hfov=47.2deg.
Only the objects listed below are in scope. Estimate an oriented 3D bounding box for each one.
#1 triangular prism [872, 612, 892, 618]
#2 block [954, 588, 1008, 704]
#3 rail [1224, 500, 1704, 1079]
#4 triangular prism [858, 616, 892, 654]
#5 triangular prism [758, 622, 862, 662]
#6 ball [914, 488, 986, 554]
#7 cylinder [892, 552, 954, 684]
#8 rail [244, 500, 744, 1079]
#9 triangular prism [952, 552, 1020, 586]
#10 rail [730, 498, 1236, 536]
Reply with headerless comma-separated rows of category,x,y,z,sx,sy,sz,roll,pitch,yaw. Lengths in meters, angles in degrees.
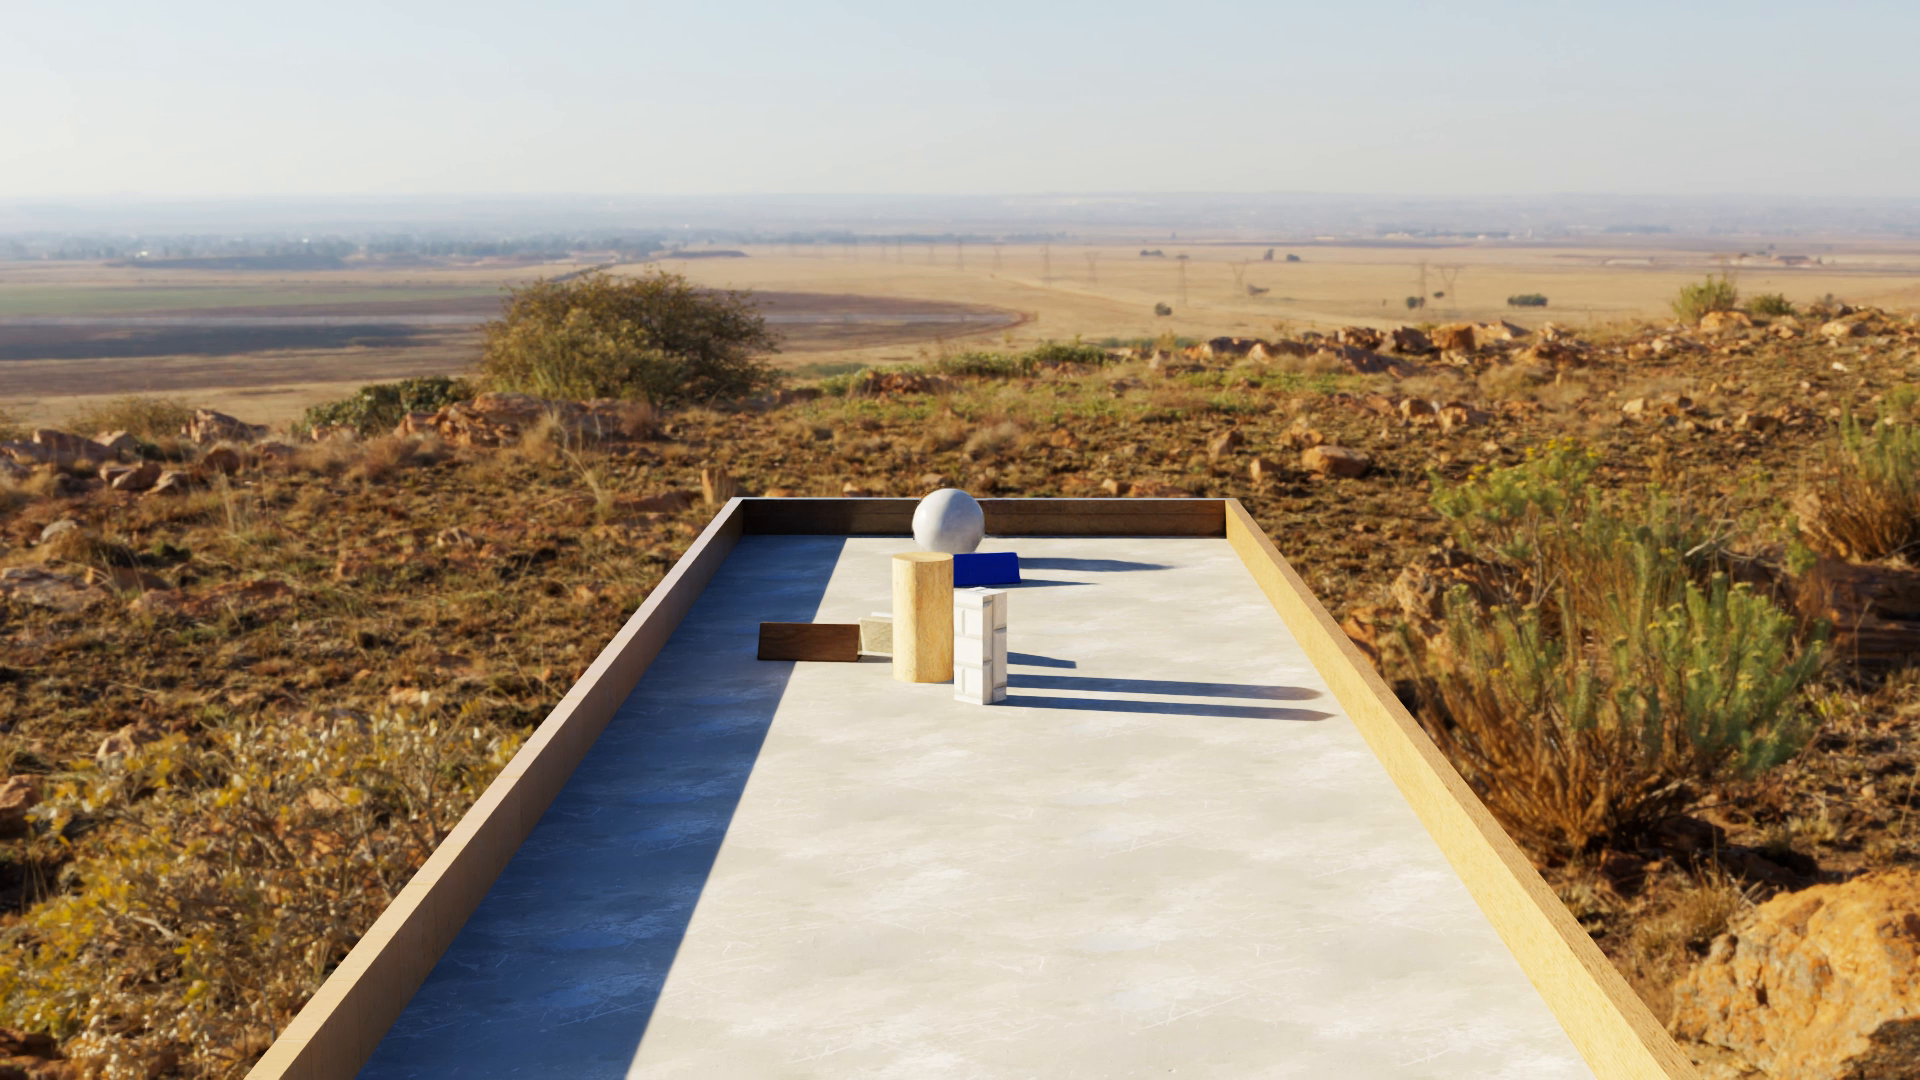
triangular prism,-0.131,0.288,6.873,0.348,0.094,0.108,6,11,34
block,0.058,0.296,6.160,0.104,0.307,0.104,8,12,42
rail,1.046,0.843,3.208,0.050,0.150,12.000,0,9,1
triangular prism,-0.130,0.280,6.747,0.373,0.119,0.103,4,-27,25
triangular prism,-0.458,0.306,6.730,0.307,0.104,0.120,1,9,6
ball,-0.041,-0.059,8.487,0.281,0.281,0.281,0,9,0
cylinder,-0.108,0.225,6.448,0.180,0.357,0.180,0,9,0
rail,-1.004,0.839,3.234,0.050,0.150,12.000,0,9,1
triangular prism,0.021,0.102,8.010,0.382,0.106,0.122,-2,9,-15
rail,0.099,-0.098,9.147,2.100,0.150,0.050,0,9,1
